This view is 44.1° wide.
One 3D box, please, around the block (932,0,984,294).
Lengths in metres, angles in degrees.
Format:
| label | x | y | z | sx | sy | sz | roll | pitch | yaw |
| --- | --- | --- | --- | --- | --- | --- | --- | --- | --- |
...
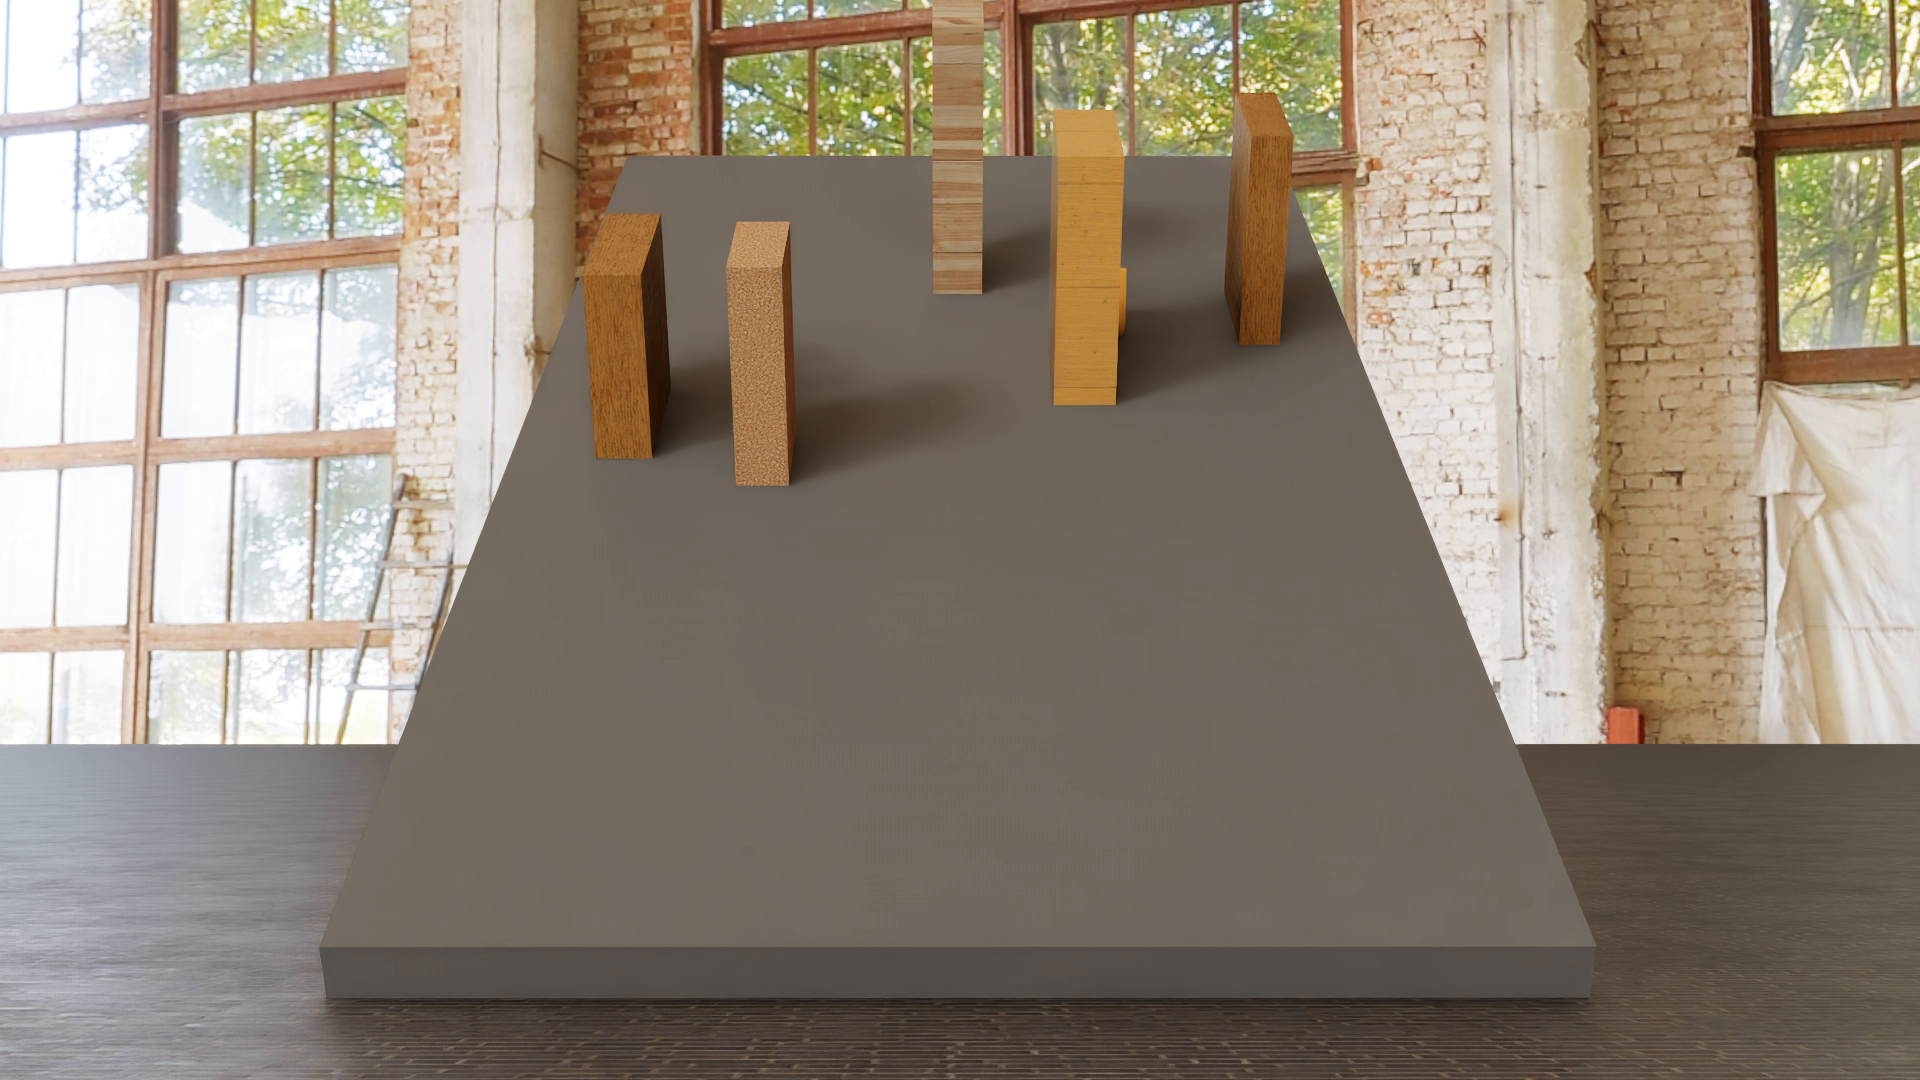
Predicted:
| label | x | y | z | sx | sy | sz | roll | pitch | yaw |
| --- | --- | --- | --- | --- | --- | --- | --- | --- | --- |
| block | -0.006 | -1.026 | 6.194 | 0.129 | 0.709 | 0.279 | 0 | 27 | 0 |

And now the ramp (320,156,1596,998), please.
| label | x | y | z | sx | sy | sz | roll | pitch | yaw |
| --- | --- | --- | --- | --- | --- | --- | --- | --- | --- |
| ramp | -0.011 | -0.226 | 5.516 | 2.000 | 0.100 | 4.000 | 0 | 27 | 0 |

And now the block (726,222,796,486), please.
| label | x | y | z | sx | sy | sz | roll | pitch | yaw |
| --- | --- | --- | --- | --- | --- | --- | --- | --- | --- |
| block | -0.433 | -0.410 | 5.207 | 0.116 | 0.506 | 0.288 | 0 | 27 | 0 |

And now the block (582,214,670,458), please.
| label | x | y | z | sx | sy | sz | roll | pitch | yaw |
| --- | --- | --- | --- | --- | --- | --- | --- | --- | --- |
| block | -0.754 | -0.469 | 5.397 | 0.127 | 0.435 | 0.403 | 0 | 27 | 0 |

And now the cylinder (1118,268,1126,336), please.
| label | x | y | z | sx | sy | sz | roll | pitch | yaw |
| --- | --- | --- | --- | --- | --- | --- | --- | --- | --- |
| cylinder | 0.330 | -0.598 | 5.950 | 0.171 | 0.171 | 0.171 | 2 | -5 | 3 |

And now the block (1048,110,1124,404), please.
| label | x | y | z | sx | sy | sz | roll | pitch | yaw |
| --- | --- | --- | --- | --- | --- | --- | --- | --- | --- |
| block | 0.294 | -0.671 | 5.612 | 0.146 | 0.606 | 0.363 | 0 | 27 | 0 |

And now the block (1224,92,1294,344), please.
| label | x | y | z | sx | sy | sz | roll | pitch | yaw |
| --- | --- | --- | --- | --- | --- | --- | --- | --- | --- |
| block | 0.748 | -0.811 | 5.965 | 0.101 | 0.538 | 0.367 | 0 | 27 | 0 |
